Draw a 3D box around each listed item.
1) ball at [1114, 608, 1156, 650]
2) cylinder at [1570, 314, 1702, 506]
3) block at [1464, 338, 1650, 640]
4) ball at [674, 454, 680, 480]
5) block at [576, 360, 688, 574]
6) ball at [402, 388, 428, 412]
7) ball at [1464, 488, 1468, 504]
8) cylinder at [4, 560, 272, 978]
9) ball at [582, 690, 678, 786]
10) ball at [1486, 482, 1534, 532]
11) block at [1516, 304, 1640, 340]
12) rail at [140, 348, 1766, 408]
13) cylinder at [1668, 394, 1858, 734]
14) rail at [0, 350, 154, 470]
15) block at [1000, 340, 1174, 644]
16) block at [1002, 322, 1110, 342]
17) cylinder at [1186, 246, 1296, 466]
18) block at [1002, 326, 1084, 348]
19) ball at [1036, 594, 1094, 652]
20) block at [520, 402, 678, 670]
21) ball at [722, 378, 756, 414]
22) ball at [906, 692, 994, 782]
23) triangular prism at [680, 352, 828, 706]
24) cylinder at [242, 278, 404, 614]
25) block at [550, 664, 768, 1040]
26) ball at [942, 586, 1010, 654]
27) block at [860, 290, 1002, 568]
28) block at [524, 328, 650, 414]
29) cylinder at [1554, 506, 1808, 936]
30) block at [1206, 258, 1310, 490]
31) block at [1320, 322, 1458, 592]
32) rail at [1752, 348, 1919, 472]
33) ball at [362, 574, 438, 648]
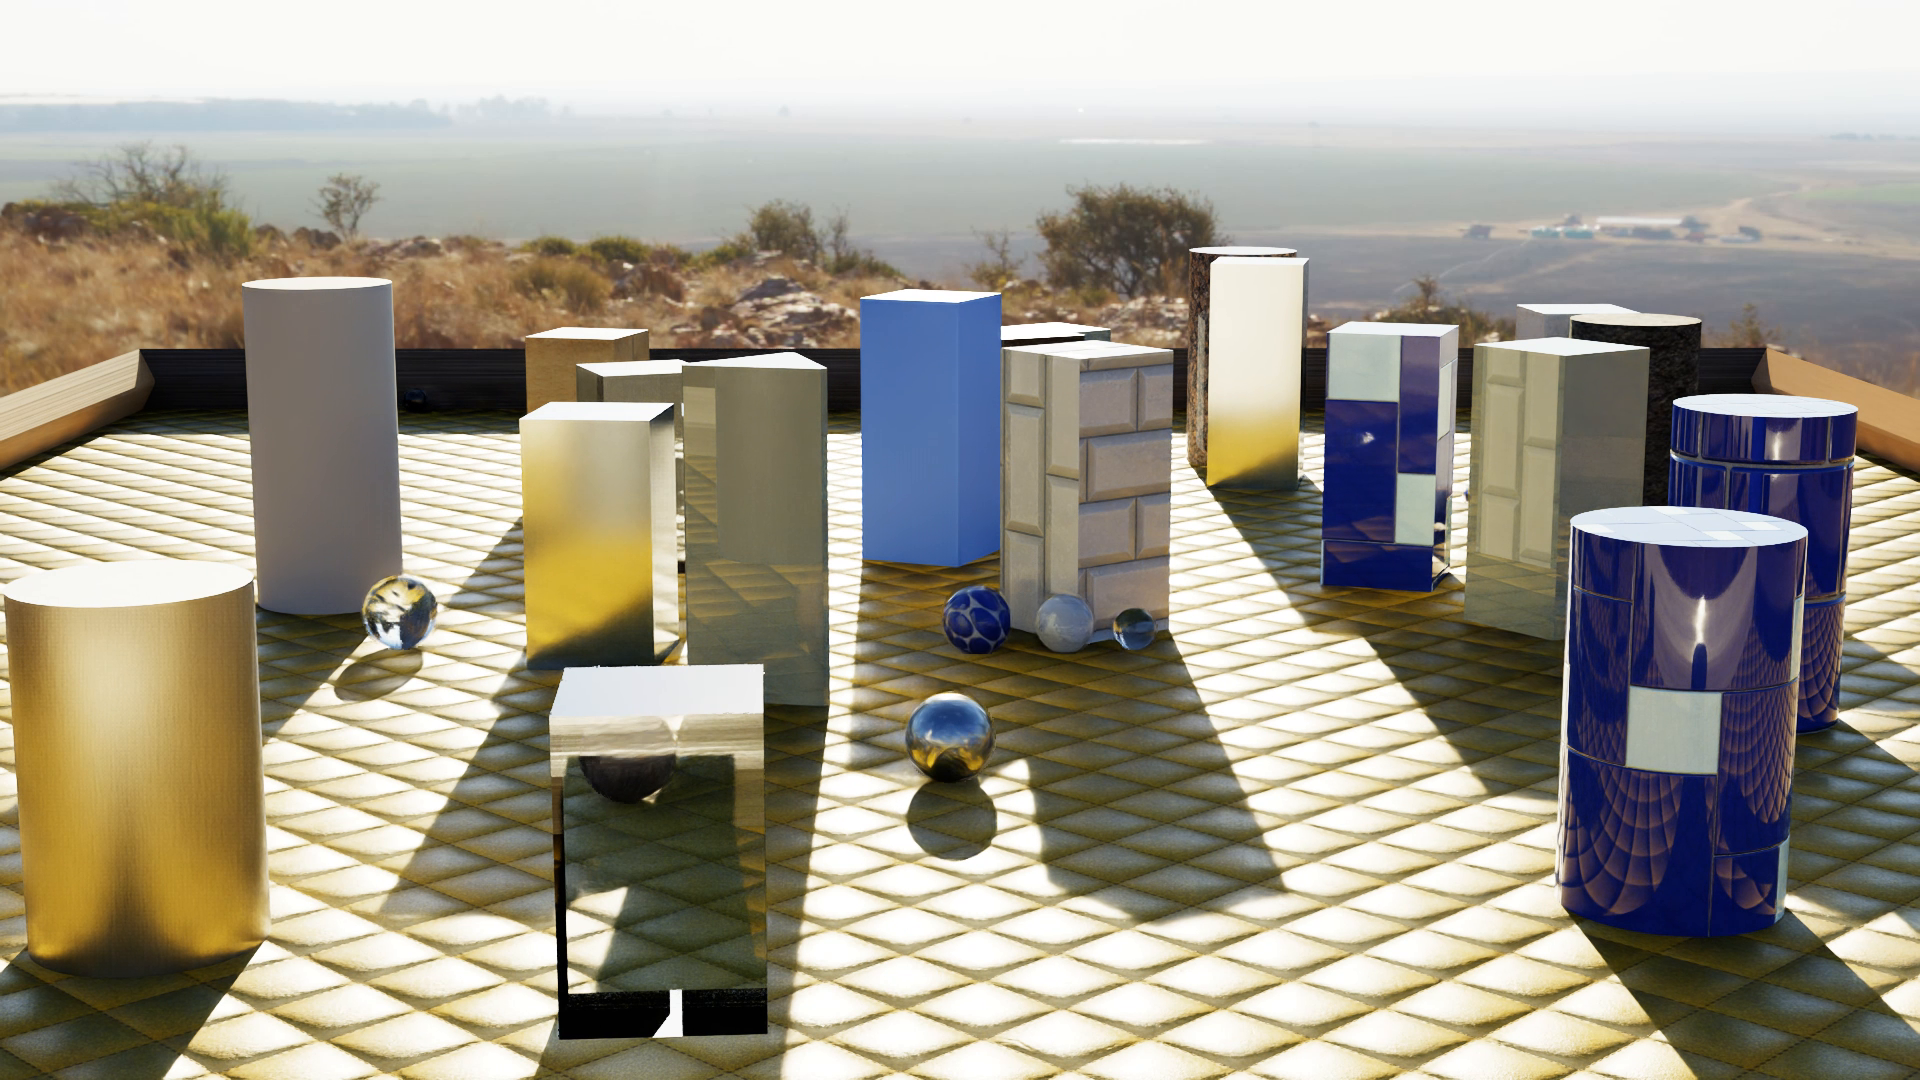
[{"bbox_3d":[0.220,0.112,3.234,0.053,0.053,0.053,0,10,0],"label":"ball"},{"bbox_3d":[1.042,-0.174,3.988,0.197,0.339,0.197,0,10,0],"label":"cylinder"},{"bbox_3d":[0.780,-0.071,3.359,0.157,0.367,0.157,-7,13,-34],"label":"block"},{"bbox_3d":[-0.521,-0.125,4.477,0.067,0.067,0.067,0,10,0],"label":"ball"},{"bbox_3d":[-0.461,-0.106,3.753,0.157,0.293,0.157,-4,11,-22],"label":"block"},{"bbox_3d":[-1.154,-0.296,5.435,0.052,0.052,0.052,0,10,0],"label":"ball"},{"bbox_3d":[0.859,-0.073,4.251,0.047,0.047,0.047,0,10,0],"label":"ball"},{"bbox_3d":[-0.684,0.186,2.141,0.197,0.306,0.197,0,10,0],"label":"cylinder"},{"bbox_3d":[-0.338,0.202,2.623,0.098,0.098,0.098,0,10,0],"label":"ball"},{"bbox_3d":[0.870,-0.052,4.056,0.076,0.076,0.076,0,10,0],"label":"ball"},{"bbox_3d":[1.009,-0.213,4.219,0.157,0.334,0.157,-1,11,-4],"label":"block"},{"bbox_3d":[-0.012,-0.342,5.471,3.482,0.128,0.045,0,10,0],"label":"rail"},{"bbox_3d":[0.895,0.024,2.885,0.197,0.353,0.197,0,10,0],"label":"cylinder"},{"bbox_3d":[-1.717,0.035,3.439,0.045,0.128,4.160,0,10,0],"label":"rail"},{"bbox_3d":[0.163,-0.066,3.336,0.157,0.365,0.157,-8,13,-37],"label":"block"},{"bbox_3d":[0.166,-0.265,4.726,0.157,0.250,0.157,-8,13,-36],"label":"block"},{"bbox_3d":[0.521,-0.341,4.756,0.197,0.389,0.197,0,10,0],"label":"cylinder"},{"bbox_3d":[0.108,-0.227,4.468,0.157,0.269,0.157,-5,12,-27],"label":"block"},{"bbox_3d":[0.131,0.105,3.217,0.074,0.074,0.074,0,10,0],"label":"ball"},{"bbox_3d":[-0.443,-0.007,3.173,0.157,0.308,0.157,1,11,4],"label":"block"},{"bbox_3d":[-0.467,-0.304,5.424,0.073,0.073,0.073,0,10,0],"label":"ball"},{"bbox_3d":[-0.011,0.203,2.639,0.091,0.091,0.091,0,10,0],"label":"ball"},{"bbox_3d":[-0.218,-0.018,3.008,0.170,0.390,0.148,2,11,13],"label":"triangular prism"},{"bbox_3d":[-0.867,-0.132,3.500,0.197,0.436,0.197,0,10,0],"label":"cylinder"},{"bbox_3d":[-0.231,0.239,2.001,0.157,0.252,0.157,-1,11,-4],"label":"block"},{"bbox_3d":[0.021,0.100,3.211,0.085,0.085,0.085,0,10,0],"label":"ball"},{"bbox_3d":[-0.042,-0.170,3.834,0.157,0.389,0.157,5,11,24],"label":"block"},{"bbox_3d":[-0.625,-0.209,4.334,0.157,0.282,0.157,3,11,14],"label":"block"},{"bbox_3d":[0.626,0.153,2.236,0.197,0.336,0.197,0,10,0],"label":"cylinder"},{"bbox_3d":[0.524,-0.294,4.504,0.157,0.389,0.157,2,11,11],"label":"block"},{"bbox_3d":[0.612,-0.122,3.655,0.157,0.359,0.157,4,11,19],"label":"block"},{"bbox_3d":[1.717,0.031,3.459,0.045,0.128,4.160,0,10,0],"label":"rail"},{"bbox_3d":[-0.707,0.090,3.239,0.094,0.094,0.094,0,10,0],"label":"ball"}]
